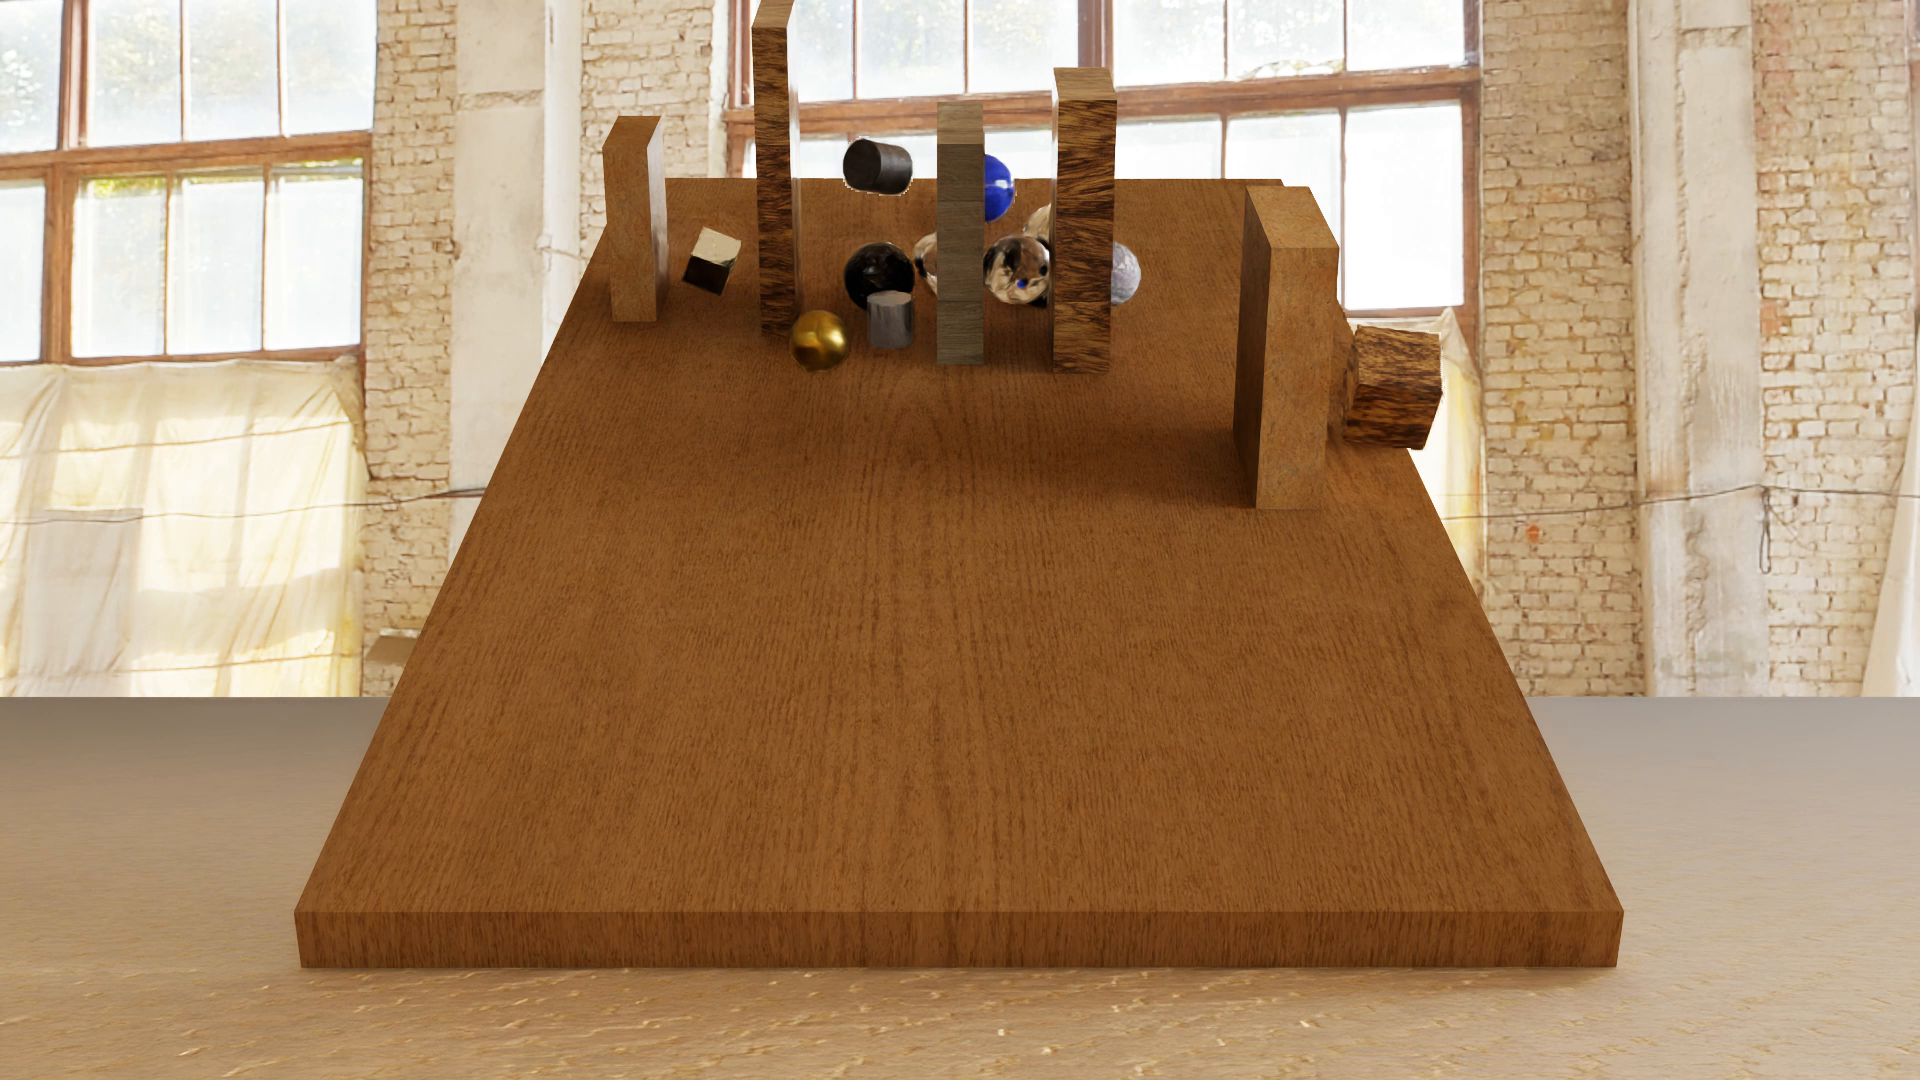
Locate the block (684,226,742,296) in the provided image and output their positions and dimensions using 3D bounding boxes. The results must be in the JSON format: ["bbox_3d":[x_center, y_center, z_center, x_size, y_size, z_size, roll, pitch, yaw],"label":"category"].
[{"bbox_3d":[-0.647,-0.728,6.106,0.107,0.107,0.107,21,-39,-6],"label":"block"}]

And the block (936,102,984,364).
[{"bbox_3d":[0.000,-0.756,5.726,0.112,0.545,0.396,0,25,0],"label":"block"}]

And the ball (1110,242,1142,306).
[{"bbox_3d":[0.378,-0.674,5.922,0.163,0.163,0.163,0,-4,0],"label":"ball"}]

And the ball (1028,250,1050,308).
[{"bbox_3d":[0.216,-0.672,6.021,0.147,0.147,0.147,0,-4,0],"label":"ball"}]

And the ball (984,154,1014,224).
[{"bbox_3d":[0.058,-1.007,6.688,0.199,0.199,0.199,0,-4,0],"label":"ball"}]

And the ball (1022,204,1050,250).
[{"bbox_3d":[0.262,-0.800,6.243,0.195,0.195,0.195,0,-4,0],"label":"ball"}]

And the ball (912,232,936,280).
[{"bbox_3d":[-0.061,-0.751,6.209,0.131,0.131,0.131,0,-4,0],"label":"ball"}]

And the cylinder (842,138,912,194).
[{"bbox_3d":[-0.236,-1.069,6.697,0.144,0.144,0.144,-3,-1,38],"label":"cylinder"}]

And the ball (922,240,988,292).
[{"bbox_3d":[-0.007,-0.710,6.063,0.178,0.178,0.178,0,-4,0],"label":"ball"}]

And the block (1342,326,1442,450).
[{"bbox_3d":[0.952,-0.336,5.164,0.182,0.182,0.182,7,-41,0],"label":"block"}]

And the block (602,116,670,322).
[{"bbox_3d":[-0.827,-0.826,5.985,0.111,0.452,0.314,0,25,0],"label":"block"}]

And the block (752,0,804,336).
[{"bbox_3d":[-0.453,-0.935,5.840,0.084,0.772,0.364,0,25,0],"label":"block"}]

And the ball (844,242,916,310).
[{"bbox_3d":[-0.207,-0.672,5.975,0.184,0.184,0.184,0,-4,0],"label":"ball"}]

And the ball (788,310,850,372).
[{"bbox_3d":[-0.336,-0.478,5.595,0.146,0.146,0.146,0,-4,0],"label":"ball"}]

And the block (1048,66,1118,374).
[{"bbox_3d":[0.290,-0.769,5.613,0.134,0.664,0.326,0,25,0],"label":"block"}]

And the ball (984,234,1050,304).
[{"bbox_3d":[0.143,-0.681,5.876,0.177,0.177,0.177,0,-4,0],"label":"ball"}]

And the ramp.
[{"bbox_3d":[-0.009,-0.229,5.349,2.000,0.100,4.000,0,25,0],"label":"ramp"}]

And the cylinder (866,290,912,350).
[{"bbox_3d":[-0.175,-0.545,5.781,0.114,0.114,0.114,0,25,0],"label":"cylinder"}]

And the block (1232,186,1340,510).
[{"bbox_3d":[0.685,-0.414,4.956,0.136,0.567,0.441,0,25,0],"label":"block"}]
